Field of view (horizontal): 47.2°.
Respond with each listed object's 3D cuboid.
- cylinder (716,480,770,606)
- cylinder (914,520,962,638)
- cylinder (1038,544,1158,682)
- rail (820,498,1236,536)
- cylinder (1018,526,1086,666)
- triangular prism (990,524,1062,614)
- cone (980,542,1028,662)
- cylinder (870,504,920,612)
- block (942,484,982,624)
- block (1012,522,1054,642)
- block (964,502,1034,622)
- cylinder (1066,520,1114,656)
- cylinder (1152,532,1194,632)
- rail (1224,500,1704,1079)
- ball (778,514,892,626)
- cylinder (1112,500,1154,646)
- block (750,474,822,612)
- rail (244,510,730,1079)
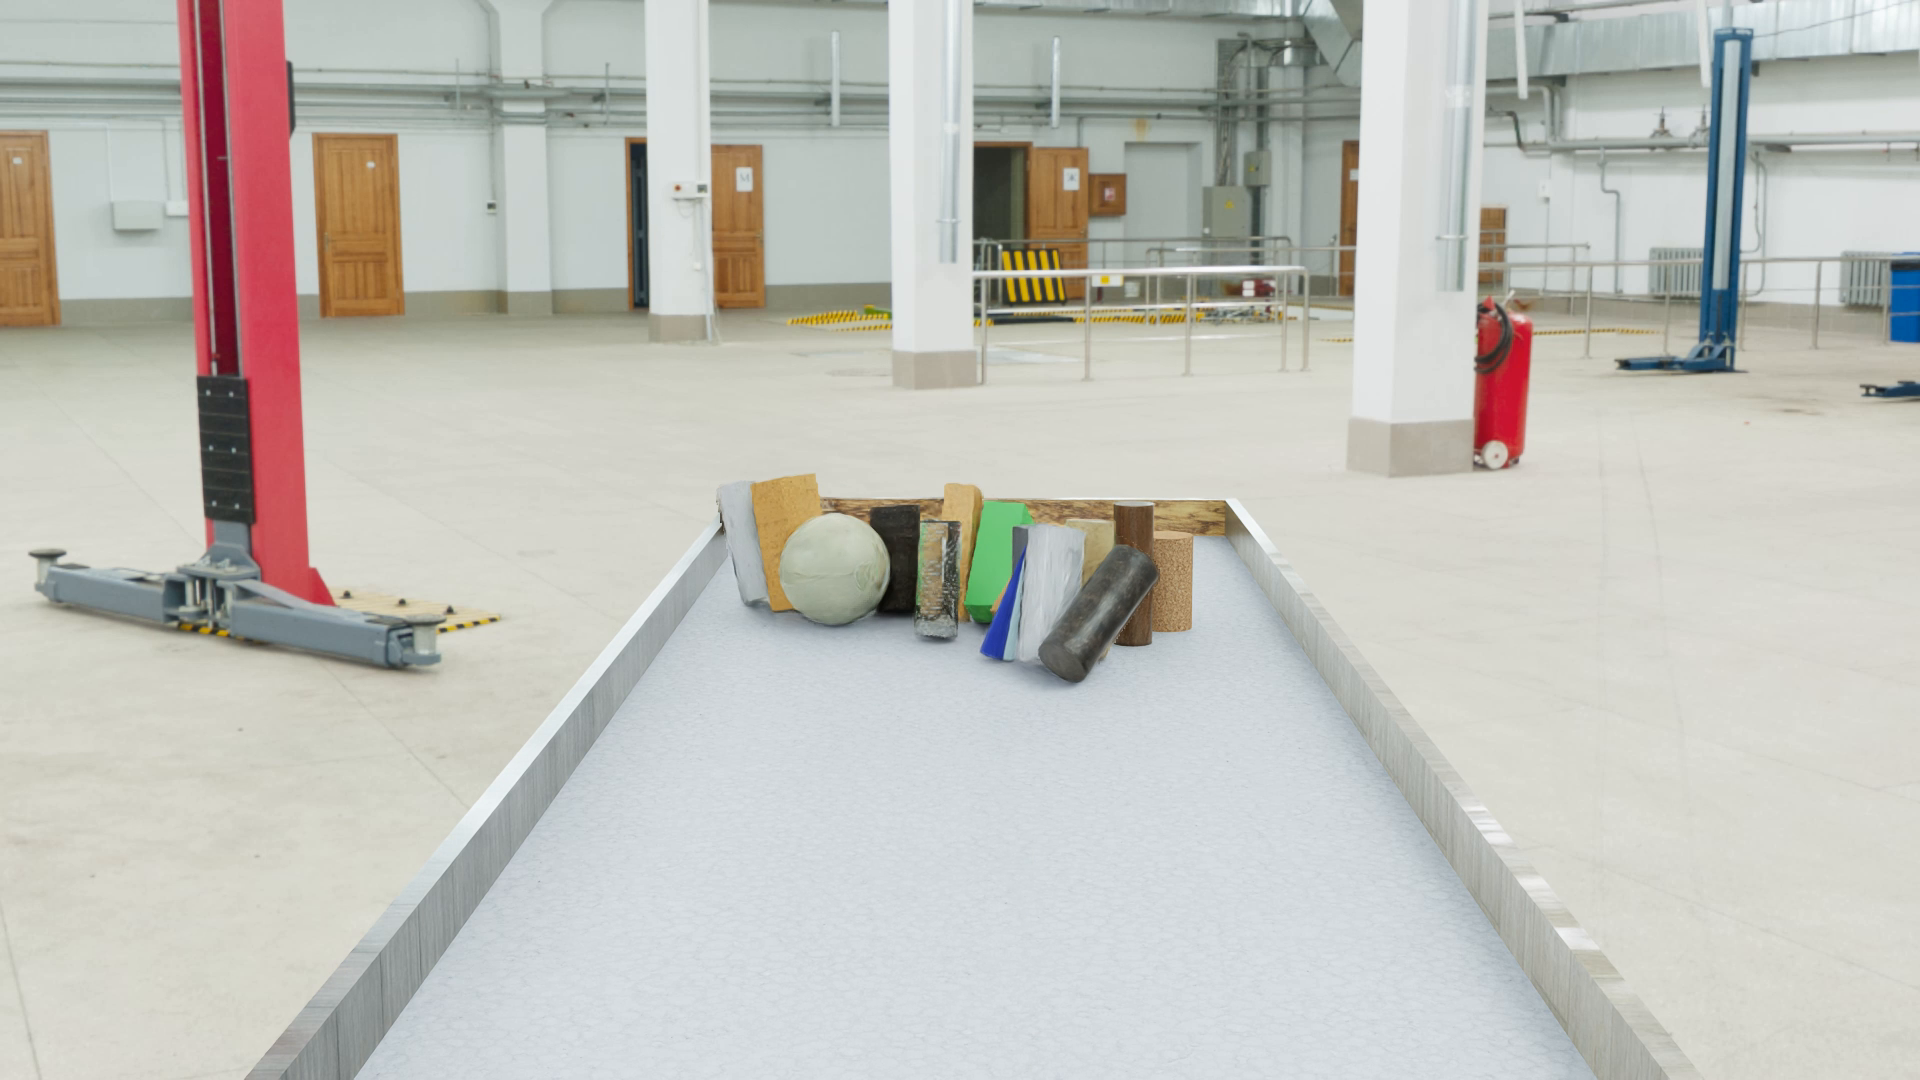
[{"bbox_3d":[-0.726,0.011,7.563,0.140,0.409,0.140,-13,-9,-2],"label":"cylinder"},{"bbox_3d":[-0.068,0.124,6.991,0.137,0.365,0.137,3,-5,0],"label":"cylinder"},{"bbox_3d":[0.406,0.214,6.452,0.161,0.161,0.414,8,49,42],"label":"cylinder"},{"bbox_3d":[0.099,-0.098,9.147,2.100,0.150,0.050,0,9,1],"label":"rail"},{"bbox_3d":[0.274,0.169,6.567,0.172,0.396,0.172,5,-10,1],"label":"cylinder"},{"bbox_3d":[0.231,0.106,7.199,0.094,0.108,0.415,27,55,9],"label":"triangular prism"},{"bbox_3d":[0.158,0.179,6.665,0.113,0.363,0.113,14,12,-3],"label":"cone"},{"bbox_3d":[-0.210,0.062,7.424,0.169,0.351,0.169,-4,0,0],"label":"cylinder"},{"bbox_3d":[-0.008,0.044,7.279,0.104,0.448,0.104,2,-13,15],"label":"block"},{"bbox_3d":[0.251,0.139,6.959,0.122,0.367,0.122,-7,11,-36],"label":"block"},{"bbox_3d":[0.132,0.075,7.294,0.139,0.378,0.139,3,-26,18],"label":"block"},{"bbox_3d":[0.388,0.147,6.724,0.146,0.409,0.146,3,2,0],"label":"cylinder"},{"bbox_3d":[0.675,0.135,7.183,0.168,0.306,0.168,0,9,0],"label":"cylinder"},{"bbox_3d":[1.046,0.843,3.208,0.050,0.150,12.000,0,9,1],"label":"rail"},{"bbox_3d":[-0.411,0.096,7.228,0.368,0.368,0.368,0,9,0],"label":"ball"},{"bbox_3d":[0.545,0.105,6.928,0.128,0.444,0.128,0,9,0],"label":"cylinder"},{"bbox_3d":[-0.565,0.010,7.466,0.159,0.439,0.159,-11,-1,45],"label":"block"},{"bbox_3d":[-1.004,0.839,3.234,0.050,0.150,12.000,0,9,1],"label":"rail"}]
